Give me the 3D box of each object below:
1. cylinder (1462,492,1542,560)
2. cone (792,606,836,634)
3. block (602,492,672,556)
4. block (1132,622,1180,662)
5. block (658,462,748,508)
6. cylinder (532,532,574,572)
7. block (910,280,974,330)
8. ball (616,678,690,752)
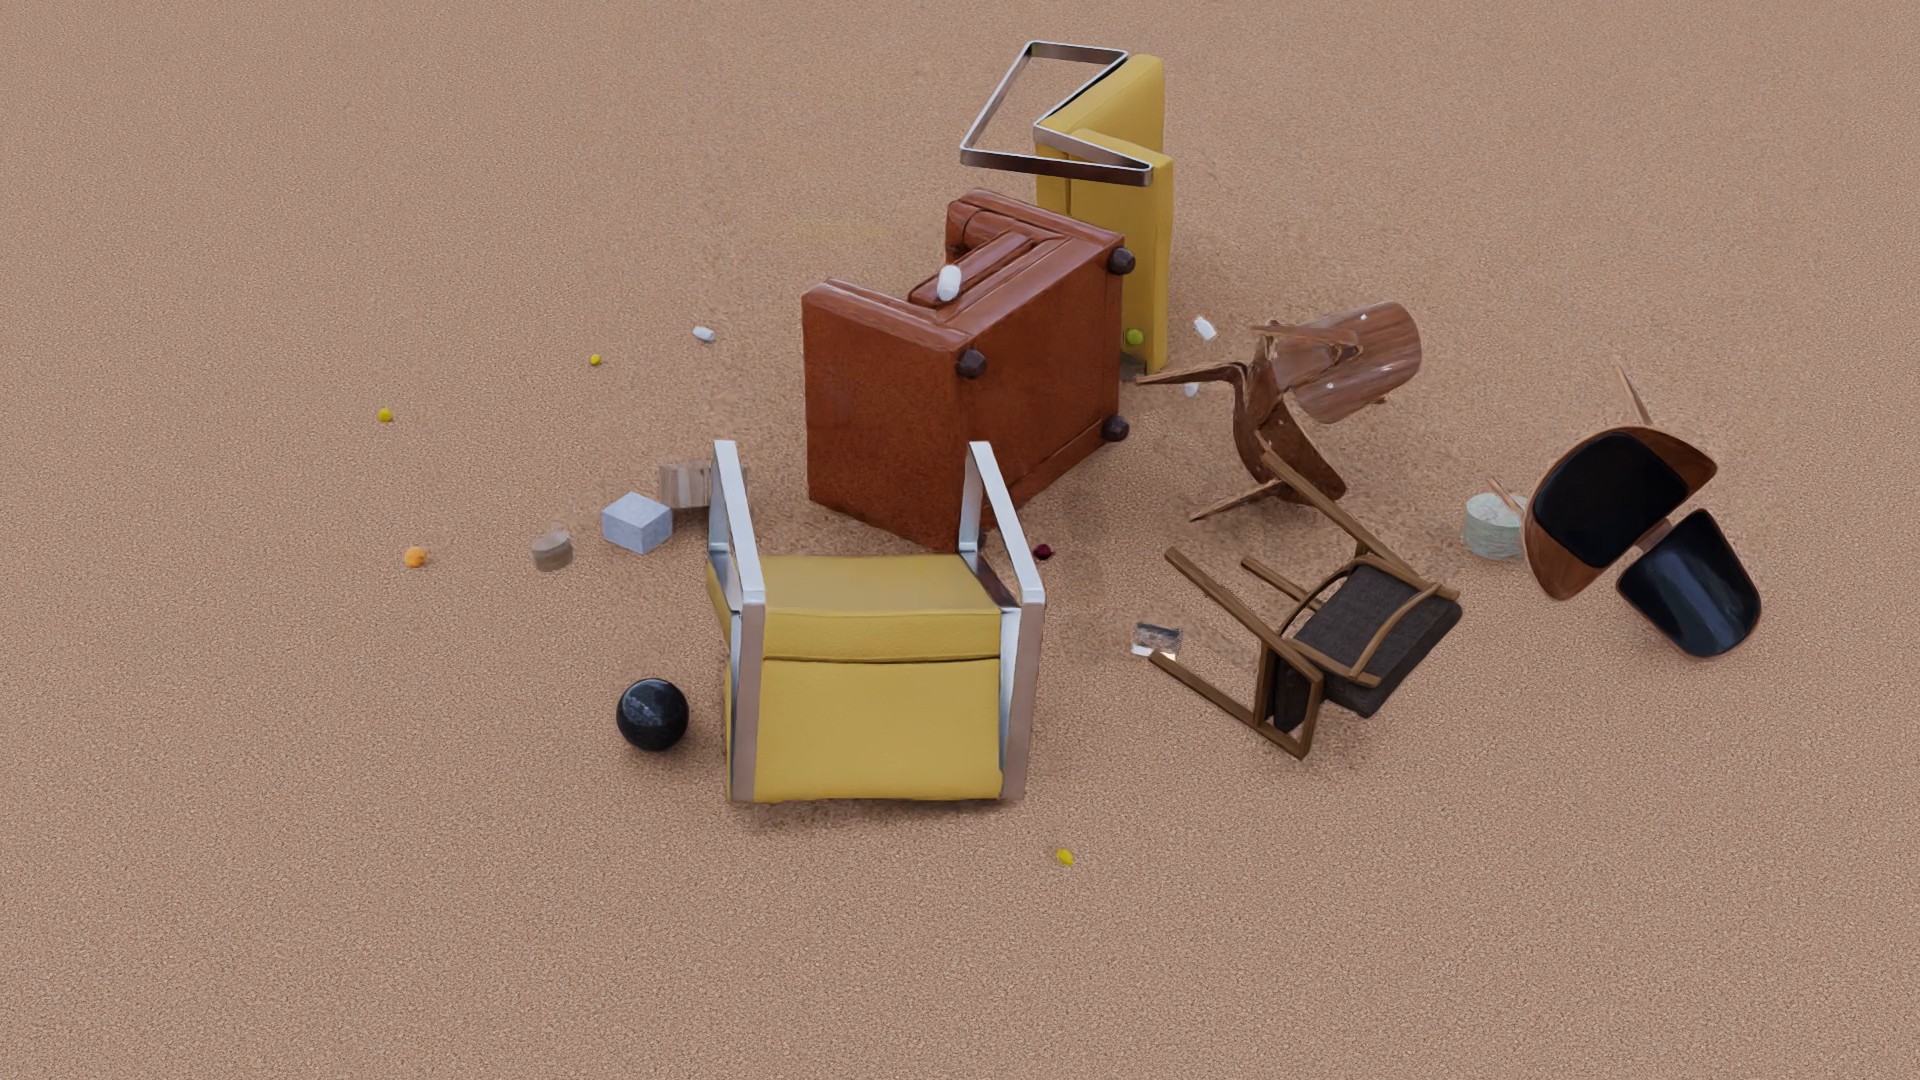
[{"bbox_3d":[2.011,-0.050,10.883,0.276,0.150,0.230,10,35,14],"label":"cylinder"},{"bbox_3d":[-0.560,0.264,10.500,0.174,0.092,0.191,0,15,-27],"label":"cone"},{"bbox_3d":[-1.203,-0.063,10.930,0.195,0.121,0.170,22,39,29],"label":"block"},{"bbox_3d":[0.686,0.358,10.255,0.152,0.075,0.082,13,54,9],"label":"block"},{"bbox_3d":[-0.966,-0.209,11.036,0.298,0.141,0.195,-3,9,-19],"label":"block"},{"bbox_3d":[-1.495,0.042,10.780,0.147,0.094,0.092,-27,39,-24],"label":"cylinder"},{"bbox_3d":[-0.075,-0.985,12.265,0.135,0.143,0.218,-25,27,-33],"label":"block"},{"bbox_3d":[-1.030,0.585,9.831,0.248,0.248,0.248,0,33,0],"label":"ball"}]
